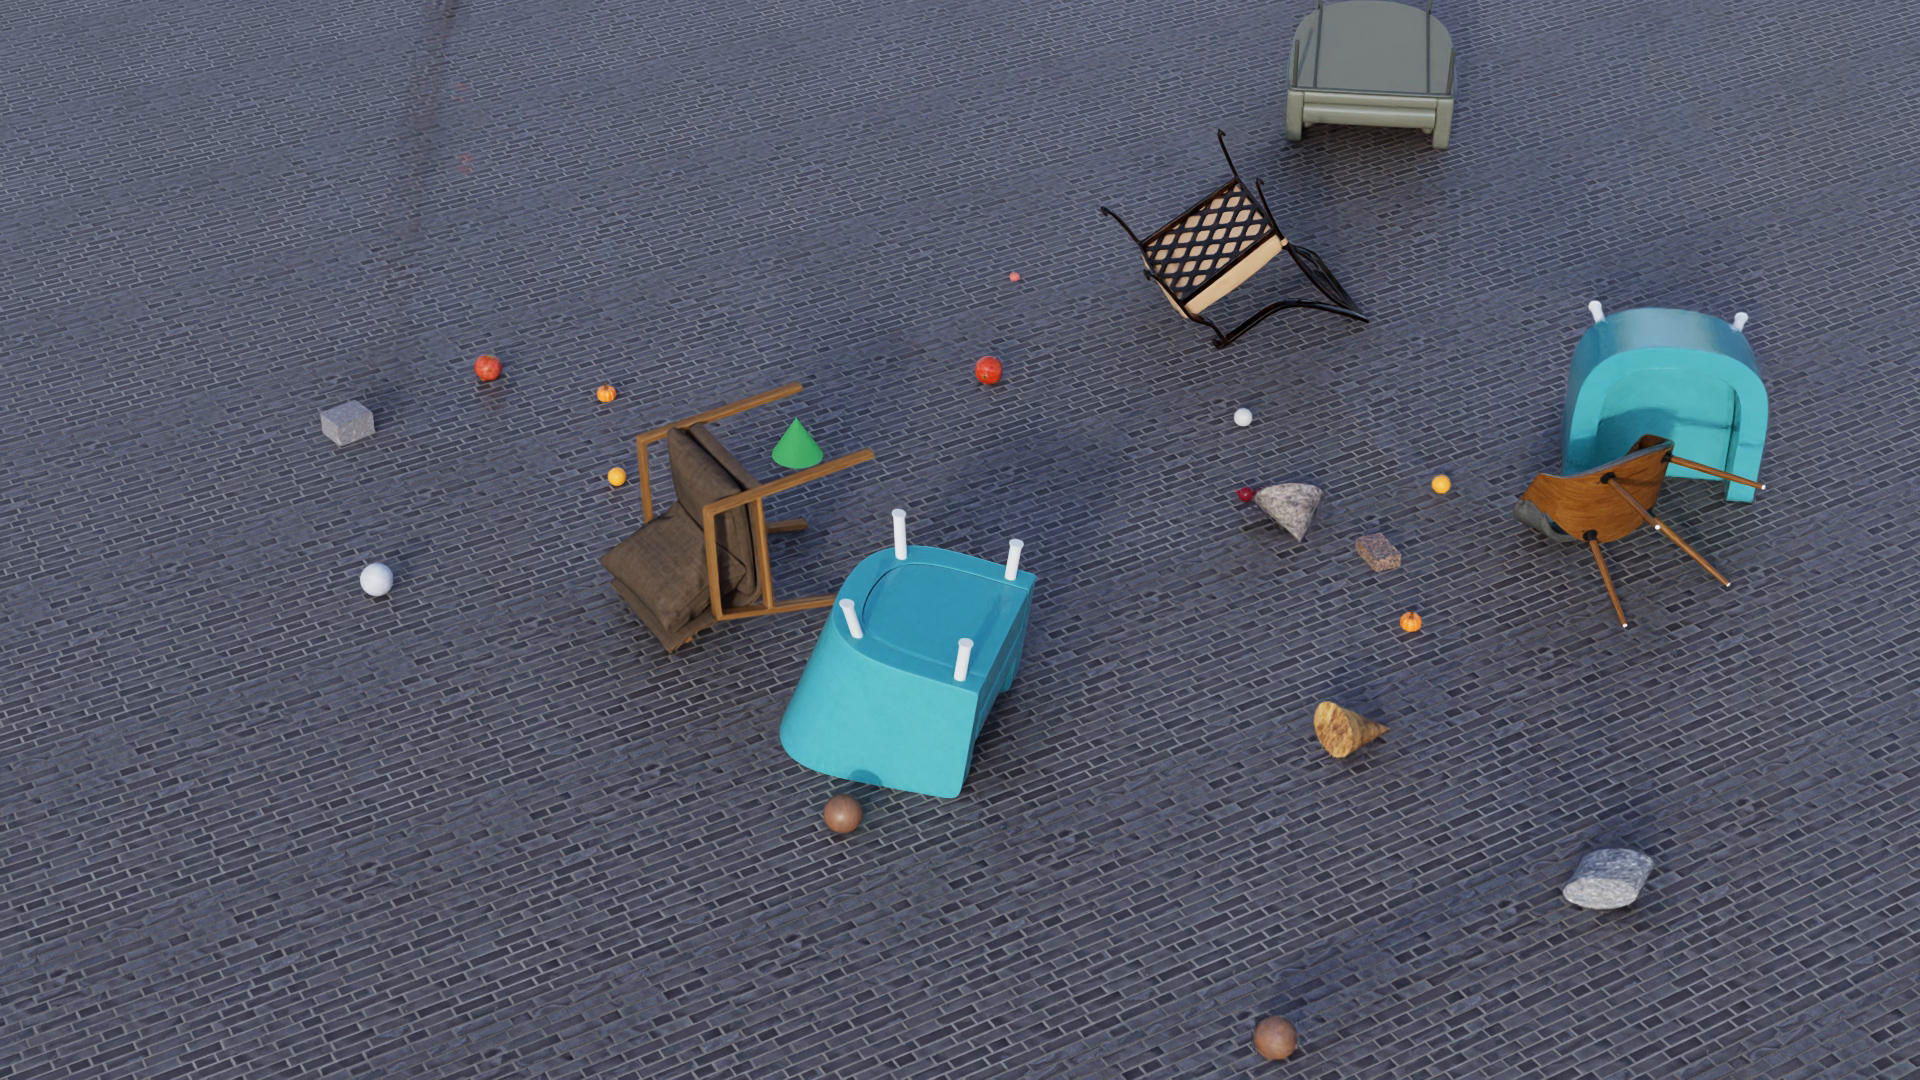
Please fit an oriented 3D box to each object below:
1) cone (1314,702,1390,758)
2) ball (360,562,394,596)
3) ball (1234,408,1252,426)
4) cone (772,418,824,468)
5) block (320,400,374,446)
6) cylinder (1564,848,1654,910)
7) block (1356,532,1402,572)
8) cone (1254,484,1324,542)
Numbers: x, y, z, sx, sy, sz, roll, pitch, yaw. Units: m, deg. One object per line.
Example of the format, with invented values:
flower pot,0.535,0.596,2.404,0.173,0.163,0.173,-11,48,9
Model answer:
cone,1.358,0.640,9.903,0.250,0.160,0.224,1,36,-32
ball,-2.111,0.143,10.617,0.121,0.121,0.121,0,33,0
ball,1.121,-0.486,11.615,0.074,0.074,0.074,0,33,0
cone,-0.635,-0.405,11.405,0.198,0.170,0.213,-18,38,-25
block,-2.414,-0.461,11.558,0.158,0.094,0.131,-26,41,-33
cylinder,2.036,1.063,9.199,0.246,0.115,0.167,-6,25,38
block,1.544,0.045,10.828,0.103,0.054,0.157,-13,35,-18
cone,1.253,-0.077,10.976,0.294,0.196,0.195,5,59,-29
